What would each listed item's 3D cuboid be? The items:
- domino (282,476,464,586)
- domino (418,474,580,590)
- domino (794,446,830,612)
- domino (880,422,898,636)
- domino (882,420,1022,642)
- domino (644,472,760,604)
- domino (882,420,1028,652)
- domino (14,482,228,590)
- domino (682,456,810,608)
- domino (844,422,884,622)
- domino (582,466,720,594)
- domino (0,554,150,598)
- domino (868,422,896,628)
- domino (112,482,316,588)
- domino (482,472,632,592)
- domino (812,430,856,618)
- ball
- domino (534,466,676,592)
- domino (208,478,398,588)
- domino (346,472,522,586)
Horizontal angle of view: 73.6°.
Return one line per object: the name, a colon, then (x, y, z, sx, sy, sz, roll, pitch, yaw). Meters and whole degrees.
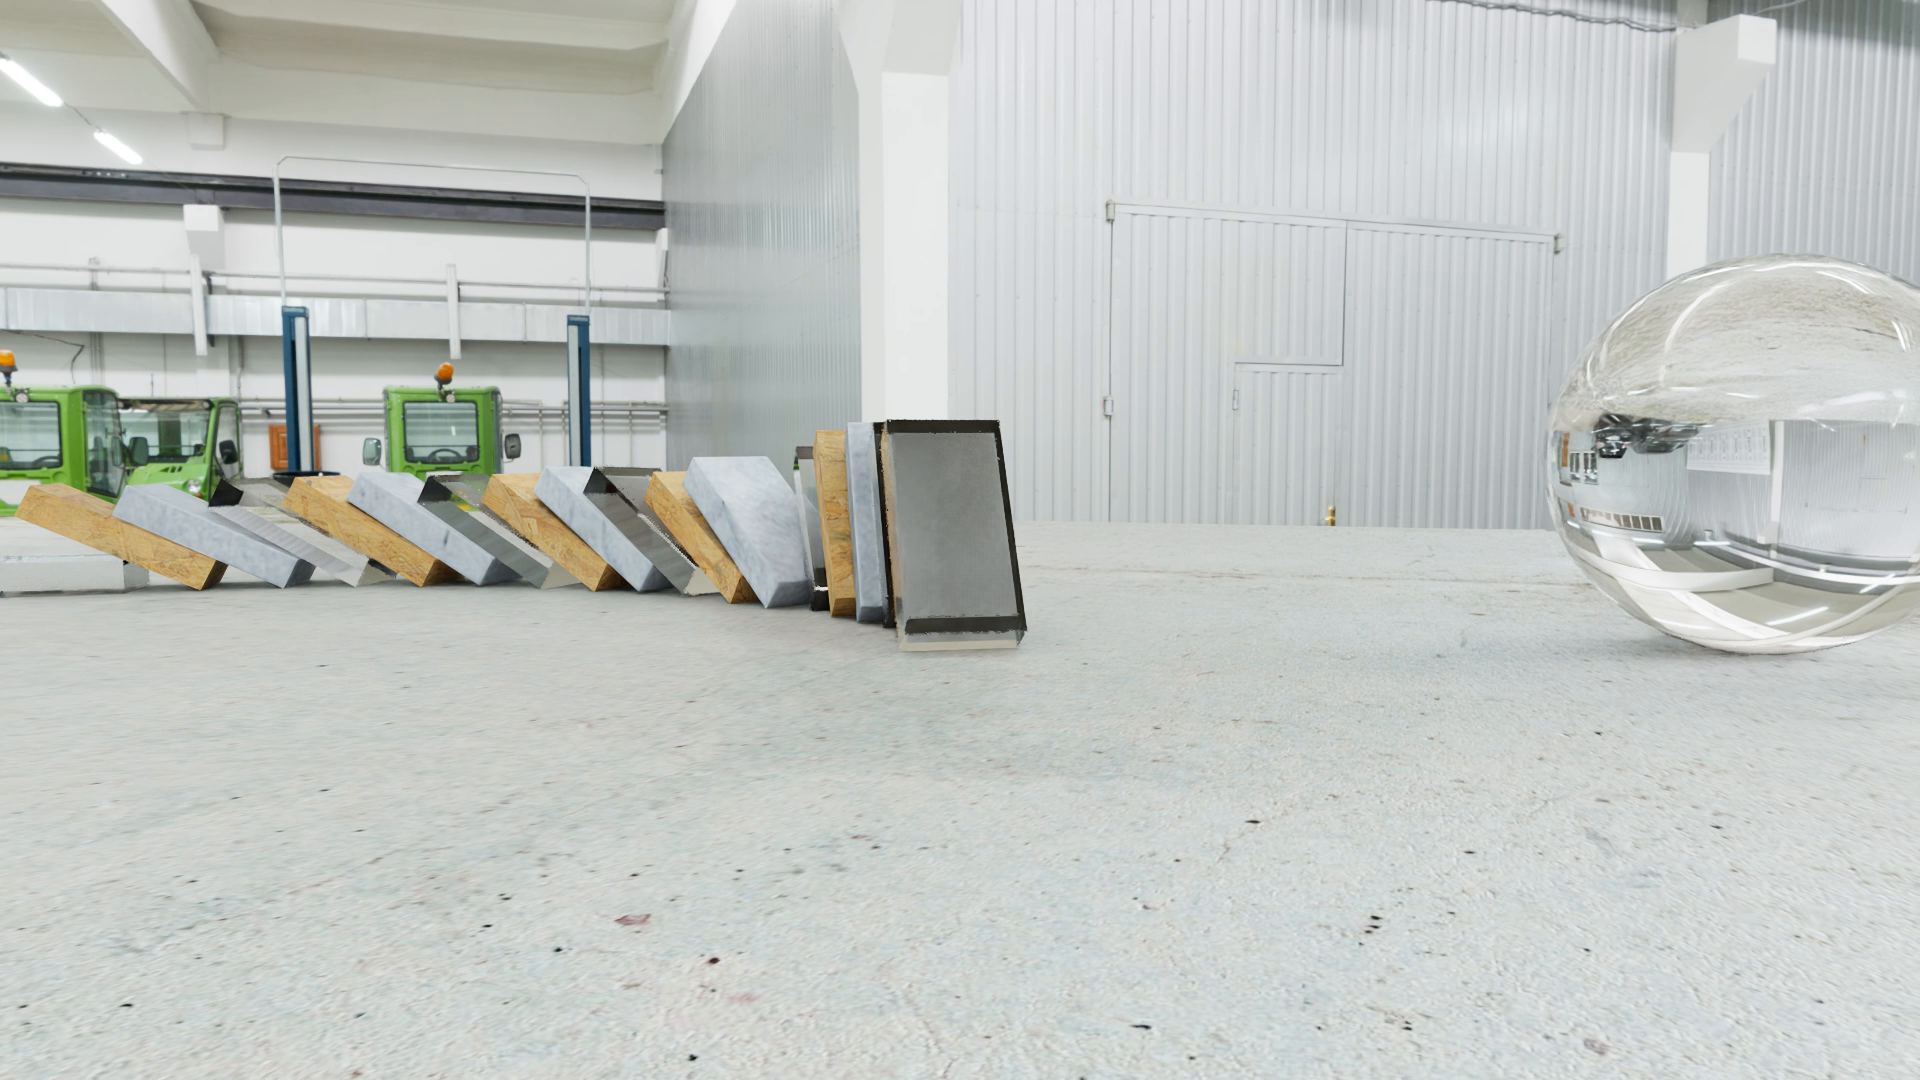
domino: (-0.178, -0.003, 0.395, 0.050, 0.010, 0.025, 30, 7, 4)
domino: (-0.137, -0.003, 0.392, 0.050, 0.010, 0.025, 32, 13, 14)
domino: (-0.029, -0.004, 0.342, 0.025, 0.010, 0.050, -1, 49, -15)
domino: (-0.004, -0.003, 0.295, 0.025, 0.050, 0.010, -1, -27, -11)
domino: (-0.002, -0.003, 0.284, 0.025, 0.050, 0.010, -1, -27, -11)
domino: (-0.065, -0.002, 0.362, 0.025, 0.009, 0.050, -4, 38, -44)
domino: (-0.002, -0.002, 0.273, 0.025, 0.050, 0.010, -1, -27, -11)
domino: (-0.243, -0.001, 0.376, 0.050, 0.010, 0.025, 26, -4, -18)
domino: (-0.053, -0.003, 0.350, 0.025, 0.009, 0.050, -4, 45, -44)
domino: (-0.014, -0.005, 0.315, 0.025, 0.050, 0.009, -1, -27, -11)
domino: (-0.084, -0.003, 0.373, 0.050, 0.009, 0.025, 40, 22, 26)
domino: (-0.265, 0.010, 0.368, 0.050, 0.009, 0.025, -1, 5, -18)
domino: (-0.007, -0.004, 0.305, 0.025, 0.050, 0.010, -1, -27, -11)
domino: (-0.222, -0.002, 0.385, 0.050, 0.010, 0.025, 26, -1, -11)
domino: (-0.117, -0.003, 0.388, 0.050, 0.009, 0.025, 34, 17, 20)
domino: (-0.022, -0.005, 0.327, 0.025, 0.050, 0.010, -1, -32, -15)
ball: (0.161, -0.017, 0.258, 0.080, 0.080, 0.080, 0, 4, 0)
domino: (-0.101, -0.004, 0.381, 0.050, 0.010, 0.025, 38, 19, 22)
domino: (-0.199, -0.003, 0.393, 0.050, 0.009, 0.025, 28, 5, 0)
domino: (-0.159, -0.004, 0.395, 0.050, 0.010, 0.025, 31, 7, 7)
